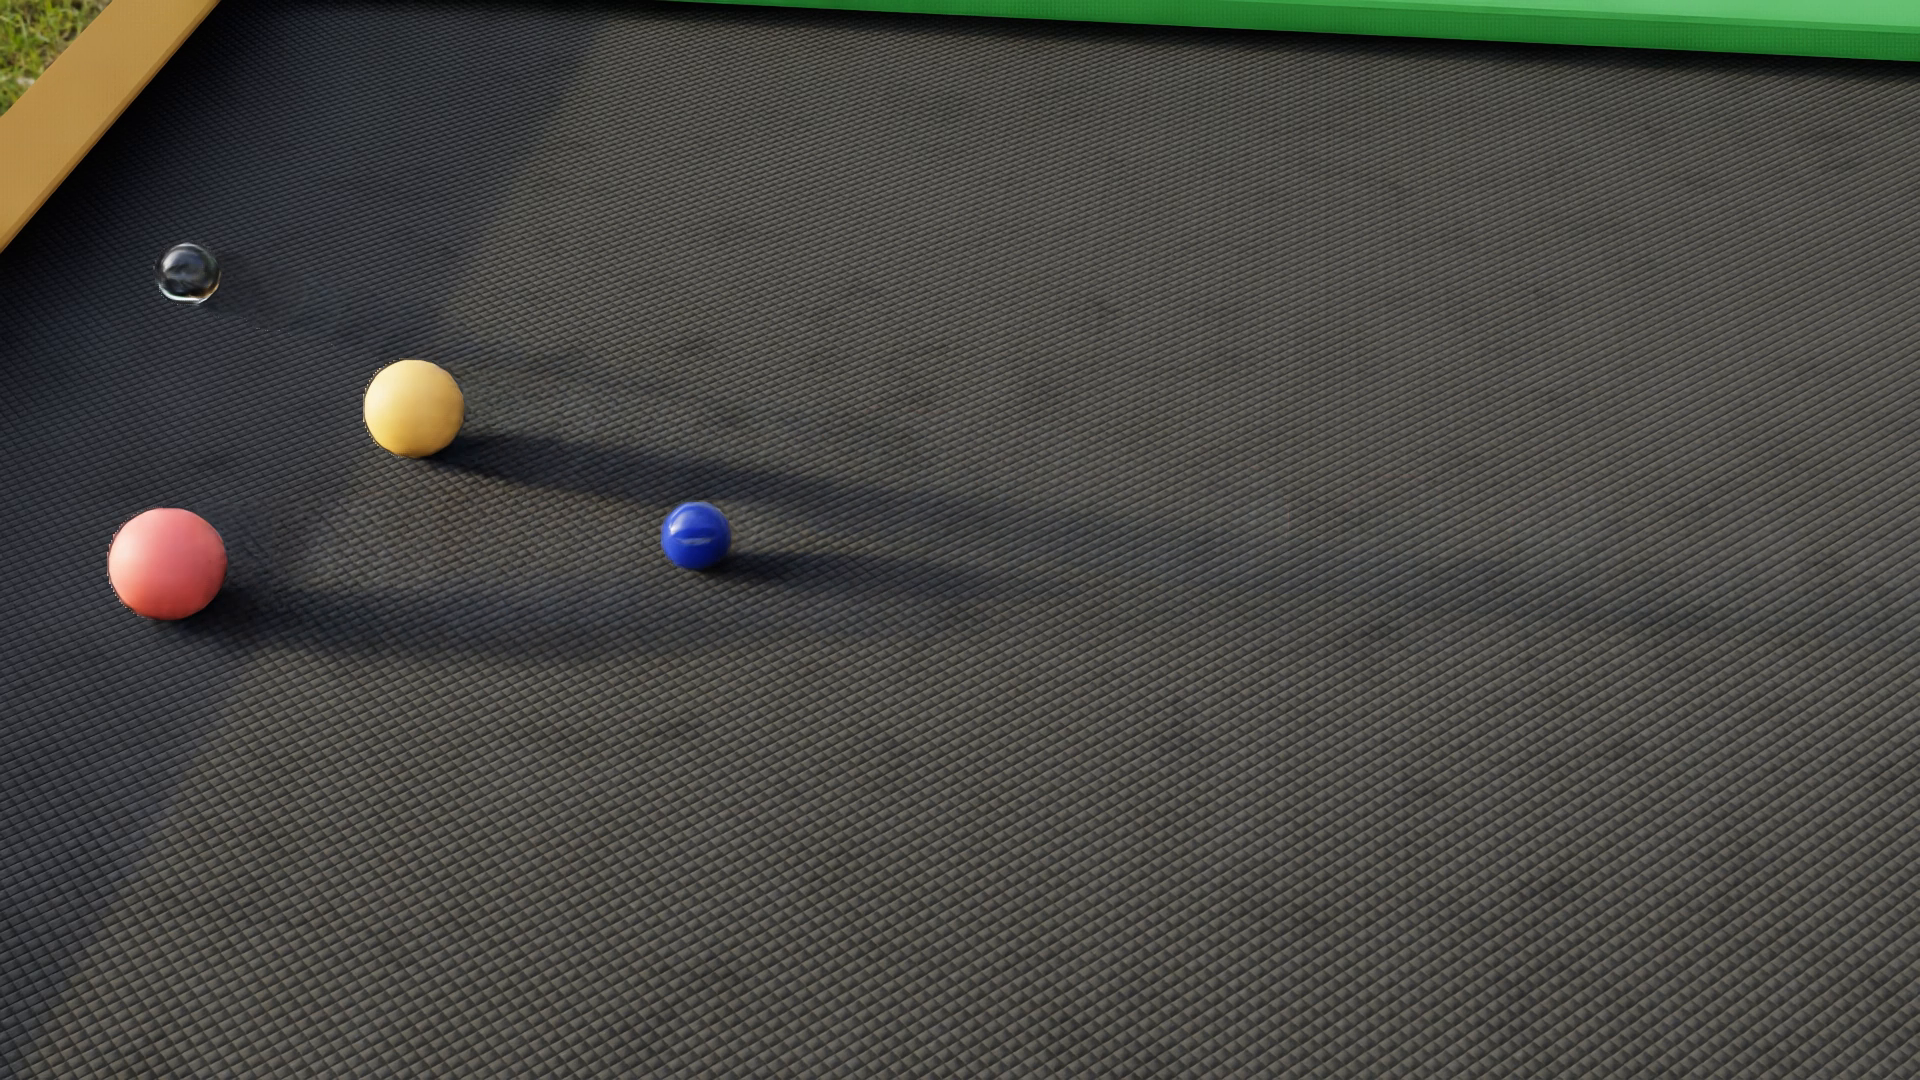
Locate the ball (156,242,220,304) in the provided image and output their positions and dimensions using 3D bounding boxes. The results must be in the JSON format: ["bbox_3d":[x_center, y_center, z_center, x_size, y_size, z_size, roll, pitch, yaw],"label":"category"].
[{"bbox_3d":[-0.643,-0.222,2.138,0.052,0.052,0.052,0,35,0],"label":"ball"}]

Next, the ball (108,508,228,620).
[{"bbox_3d":[-0.549,0.016,1.778,0.078,0.078,0.078,0,35,0],"label":"ball"}]

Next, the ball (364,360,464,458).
[{"bbox_3d":[-0.414,-0.100,1.946,0.074,0.074,0.074,0,35,0],"label":"ball"}]

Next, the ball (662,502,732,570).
[{"bbox_3d":[-0.188,-0.003,1.831,0.049,0.049,0.049,0,35,0],"label":"ball"}]

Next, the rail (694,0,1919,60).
[{"bbox_3d":[0.987,-0.501,2.488,3.529,0.102,0.045,4,35,5],"label":"rail"}]

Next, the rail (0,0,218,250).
[{"bbox_3d":[-0.853,-0.076,1.888,0.045,0.102,1.938,4,35,5],"label":"rail"}]
